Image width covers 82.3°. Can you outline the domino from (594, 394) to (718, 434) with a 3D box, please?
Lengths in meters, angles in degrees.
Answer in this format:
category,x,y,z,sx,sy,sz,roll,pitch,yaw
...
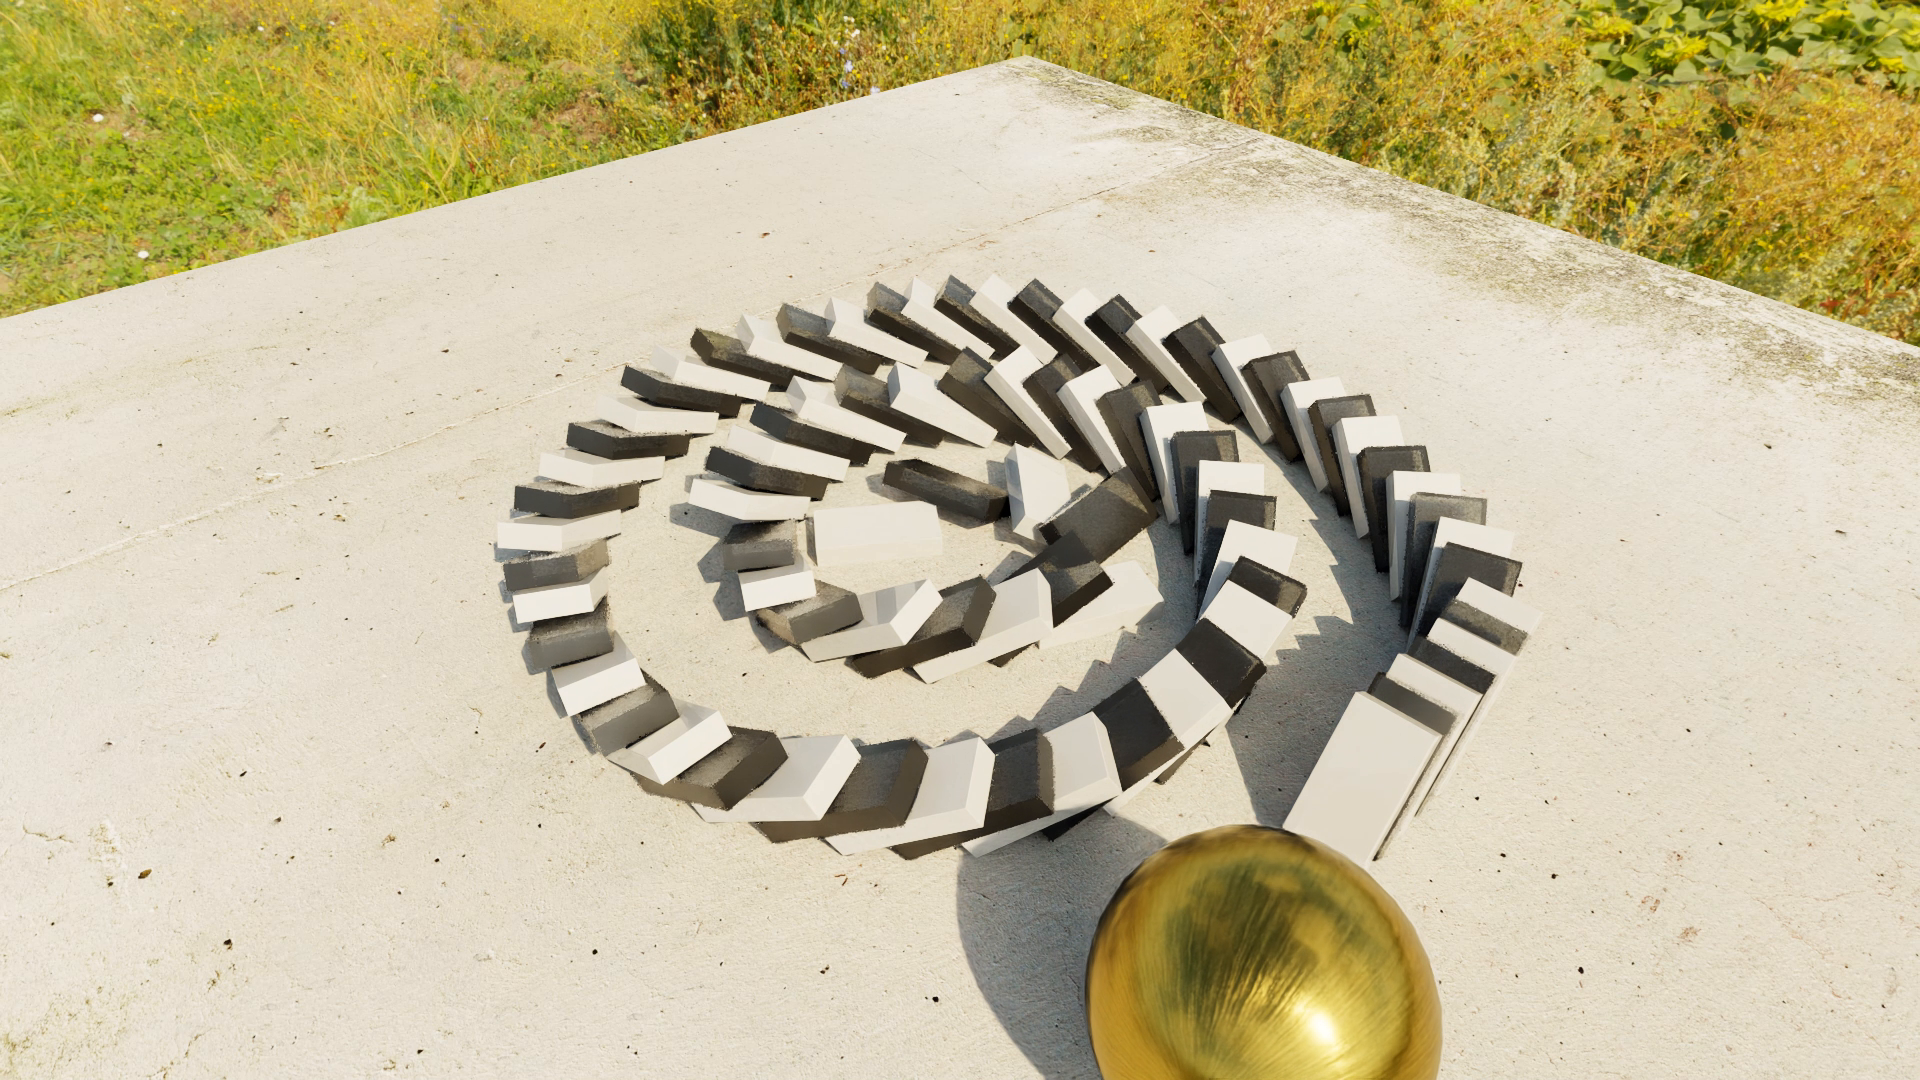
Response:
category,x,y,z,sx,sy,sz,roll,pitch,yaw
domino,-0.136,-0.057,0.494,0.025,0.009,0.050,24,16,26

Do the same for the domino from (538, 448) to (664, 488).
category,x,y,z,sx,sy,sz,roll,pitch,yaw
domino,-0.150,-0.031,0.464,0.025,0.009,0.050,14,12,16

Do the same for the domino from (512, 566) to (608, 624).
category,x,y,z,sx,sy,sz,roll,pitch,yaw
domino,-0.144,0.019,0.400,0.025,0.010,0.050,-9,8,-11

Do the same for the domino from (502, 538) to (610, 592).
category,x,y,z,sx,sy,sz,roll,pitch,yaw
domino,-0.150,0.009,0.411,0.025,0.010,0.050,-8,8,-5

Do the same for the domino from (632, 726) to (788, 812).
category,x,y,z,sx,sy,sz,roll,pitch,yaw
domino,-0.078,0.069,0.341,0.050,0.010,0.025,-4,28,46

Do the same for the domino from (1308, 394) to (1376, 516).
category,x,y,z,sx,sy,sz,roll,pitch,yaw
domino,0.168,-0.036,0.468,0.025,0.010,0.050,-7,72,-10

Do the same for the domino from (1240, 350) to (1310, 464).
category,x,y,z,sx,sy,sz,roll,pitch,yaw
domino,0.151,-0.061,0.499,0.025,0.010,0.050,-15,70,-19

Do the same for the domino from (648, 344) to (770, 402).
category,x,y,z,sx,sy,sz,roll,pitch,yaw
domino,-0.117,-0.079,0.518,0.050,0.010,0.025,8,19,-46

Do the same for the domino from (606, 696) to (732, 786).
category,x,y,z,sx,sy,sz,roll,pitch,yaw
domino,-0.095,0.062,0.348,0.025,0.010,0.050,-34,19,-32

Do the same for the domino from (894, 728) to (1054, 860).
category,x,y,z,sx,sy,sz,roll,pitch,yaw
domino,0.004,0.076,0.330,0.050,0.010,0.025,-24,35,22

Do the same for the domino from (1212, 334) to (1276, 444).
category,x,y,z,sx,sy,sz,roll,pitch,yaw
domino,0.141,-0.071,0.512,0.025,0.010,0.050,-18,71,-21

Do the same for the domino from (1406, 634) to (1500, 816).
category,x,y,z,sx,sy,sz,roll,pitch,yaw
domino,0.144,0.058,0.344,0.025,0.050,0.010,31,12,32

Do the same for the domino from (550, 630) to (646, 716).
category,x,y,z,sx,sy,sz,roll,pitch,yaw
domino,-0.123,0.044,0.370,0.025,0.010,0.050,-22,15,-20

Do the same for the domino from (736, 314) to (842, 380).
category,x,y,z,sx,sy,sz,roll,pitch,yaw
domino,-0.083,-0.094,0.539,0.050,0.009,0.025,13,29,-35

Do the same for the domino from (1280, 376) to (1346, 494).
category,x,y,z,sx,sy,sz,roll,pitch,yaw
domino,0.162,-0.047,0.483,0.025,0.010,0.050,-10,68,-11

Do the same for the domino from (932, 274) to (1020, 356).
category,x,y,z,sx,sy,sz,roll,pitch,yaw
domino,0.011,-0.113,0.559,0.050,0.010,0.025,32,34,-13

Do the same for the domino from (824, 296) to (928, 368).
category,x,y,z,sx,sy,sz,roll,pitch,yaw
domino,-0.042,-0.104,0.553,0.050,0.010,0.025,16,33,-25

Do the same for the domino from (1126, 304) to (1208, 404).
category,x,y,z,sx,sy,sz,roll,pitch,yaw
domino,0.106,-0.089,0.533,0.025,0.009,0.050,-35,81,-36

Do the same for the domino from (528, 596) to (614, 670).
category,x,y,z,sx,sy,sz,roll,pitch,yaw
domino,-0.136,0.032,0.387,0.025,0.009,0.050,-13,12,-15

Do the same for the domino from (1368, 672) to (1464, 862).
category,x,y,z,sx,sy,sz,roll,pitch,yaw
domino,0.127,0.068,0.332,0.025,0.050,0.009,31,13,32

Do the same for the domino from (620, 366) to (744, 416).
category,x,y,z,sx,sy,sz,roll,pitch,yaw
domino,-0.127,-0.068,0.506,0.025,0.010,0.050,26,13,32

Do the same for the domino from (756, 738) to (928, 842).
category,x,y,z,sx,sy,sz,roll,pitch,yaw
domino,-0.036,0.076,0.331,0.050,0.009,0.025,-16,32,31

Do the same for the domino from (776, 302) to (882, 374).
category,x,y,z,sx,sy,sz,roll,pitch,yaw
domino,-0.065,-0.100,0.546,0.050,0.009,0.025,16,30,-31

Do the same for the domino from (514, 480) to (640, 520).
category,x,y,z,sx,sy,sz,roll,pitch,yaw
domino,-0.154,-0.018,0.446,0.025,0.009,0.050,9,10,12

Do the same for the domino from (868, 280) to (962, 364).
category,x,y,z,sx,sy,sz,roll,pitch,yaw
domino,-0.023,-0.110,0.556,0.050,0.010,0.025,26,33,-23

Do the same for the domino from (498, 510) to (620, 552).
category,x,y,z,sx,sy,sz,roll,pitch,yaw
domino,-0.155,-0.005,0.430,0.025,0.010,0.050,3,9,7

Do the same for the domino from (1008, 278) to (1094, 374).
category,x,y,z,sx,sy,sz,roll,pitch,yaw
domino,0.050,-0.108,0.555,0.050,0.009,0.025,40,41,-2

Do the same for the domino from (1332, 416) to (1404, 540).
category,x,y,z,sx,sy,sz,roll,pitch,yaw
domino,0.173,-0.026,0.455,0.025,0.009,0.050,-4,72,-9

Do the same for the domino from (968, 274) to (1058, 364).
category,x,y,z,sx,sy,sz,roll,pitch,yaw
domino,0.030,-0.112,0.559,0.050,0.009,0.025,38,37,-5

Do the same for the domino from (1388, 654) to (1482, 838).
category,x,y,z,sx,sy,sz,roll,pitch,yaw
domino,0.135,0.063,0.338,0.025,0.050,0.009,31,13,32

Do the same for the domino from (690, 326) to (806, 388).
category,x,y,z,sx,sy,sz,roll,pitch,yaw
domino,-0.102,-0.087,0.529,0.050,0.009,0.025,11,24,-40

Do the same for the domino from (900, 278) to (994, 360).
category,x,y,z,sx,sy,sz,roll,pitch,yaw
domino,-0.006,-0.112,0.559,0.050,0.009,0.025,29,34,-19

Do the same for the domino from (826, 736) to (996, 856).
category,x,y,z,sx,sy,sz,roll,pitch,yaw
domino,-0.015,0.077,0.329,0.050,0.009,0.025,-19,35,27

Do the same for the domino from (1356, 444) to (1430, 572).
category,x,y,z,sx,sy,sz,roll,pitch,yaw
domino,0.176,-0.013,0.439,0.025,0.010,0.050,-2,71,-3

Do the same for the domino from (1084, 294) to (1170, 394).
category,x,y,z,sx,sy,sz,roll,pitch,yaw
domino,0.088,-0.096,0.541,0.050,0.009,0.025,45,49,4

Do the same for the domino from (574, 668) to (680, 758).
category,x,y,z,sx,sy,sz,roll,pitch,yaw
domino,-0.110,0.054,0.357,0.025,0.010,0.050,-27,16,-23

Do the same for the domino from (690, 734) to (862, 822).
category,x,y,z,sx,sy,sz,roll,pitch,yaw
domino,-0.057,0.073,0.335,0.050,0.010,0.025,-12,29,36

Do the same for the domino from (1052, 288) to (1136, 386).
category,x,y,z,sx,sy,sz,roll,pitch,yaw
domino,0.072,-0.102,0.549,0.050,0.010,0.025,43,49,2

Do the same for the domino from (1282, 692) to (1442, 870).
category,x,y,z,sx,sy,sz,roll,pitch,yaw
domino,0.118,0.073,0.326,0.025,0.050,0.009,31,13,32

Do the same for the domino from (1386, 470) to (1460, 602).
category,x,y,z,sx,sy,sz,roll,pitch,yaw
domino,0.179,-0.001,0.424,0.025,0.010,0.050,3,73,4

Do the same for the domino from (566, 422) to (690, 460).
category,x,y,z,sx,sy,sz,roll,pitch,yaw
domino,-0.144,-0.044,0.479,0.025,0.010,0.050,18,14,20

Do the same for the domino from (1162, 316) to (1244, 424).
category,x,y,z,sx,sy,sz,roll,pitch,yaw
domino,0.122,-0.081,0.524,0.025,0.010,0.050,-30,78,-34
